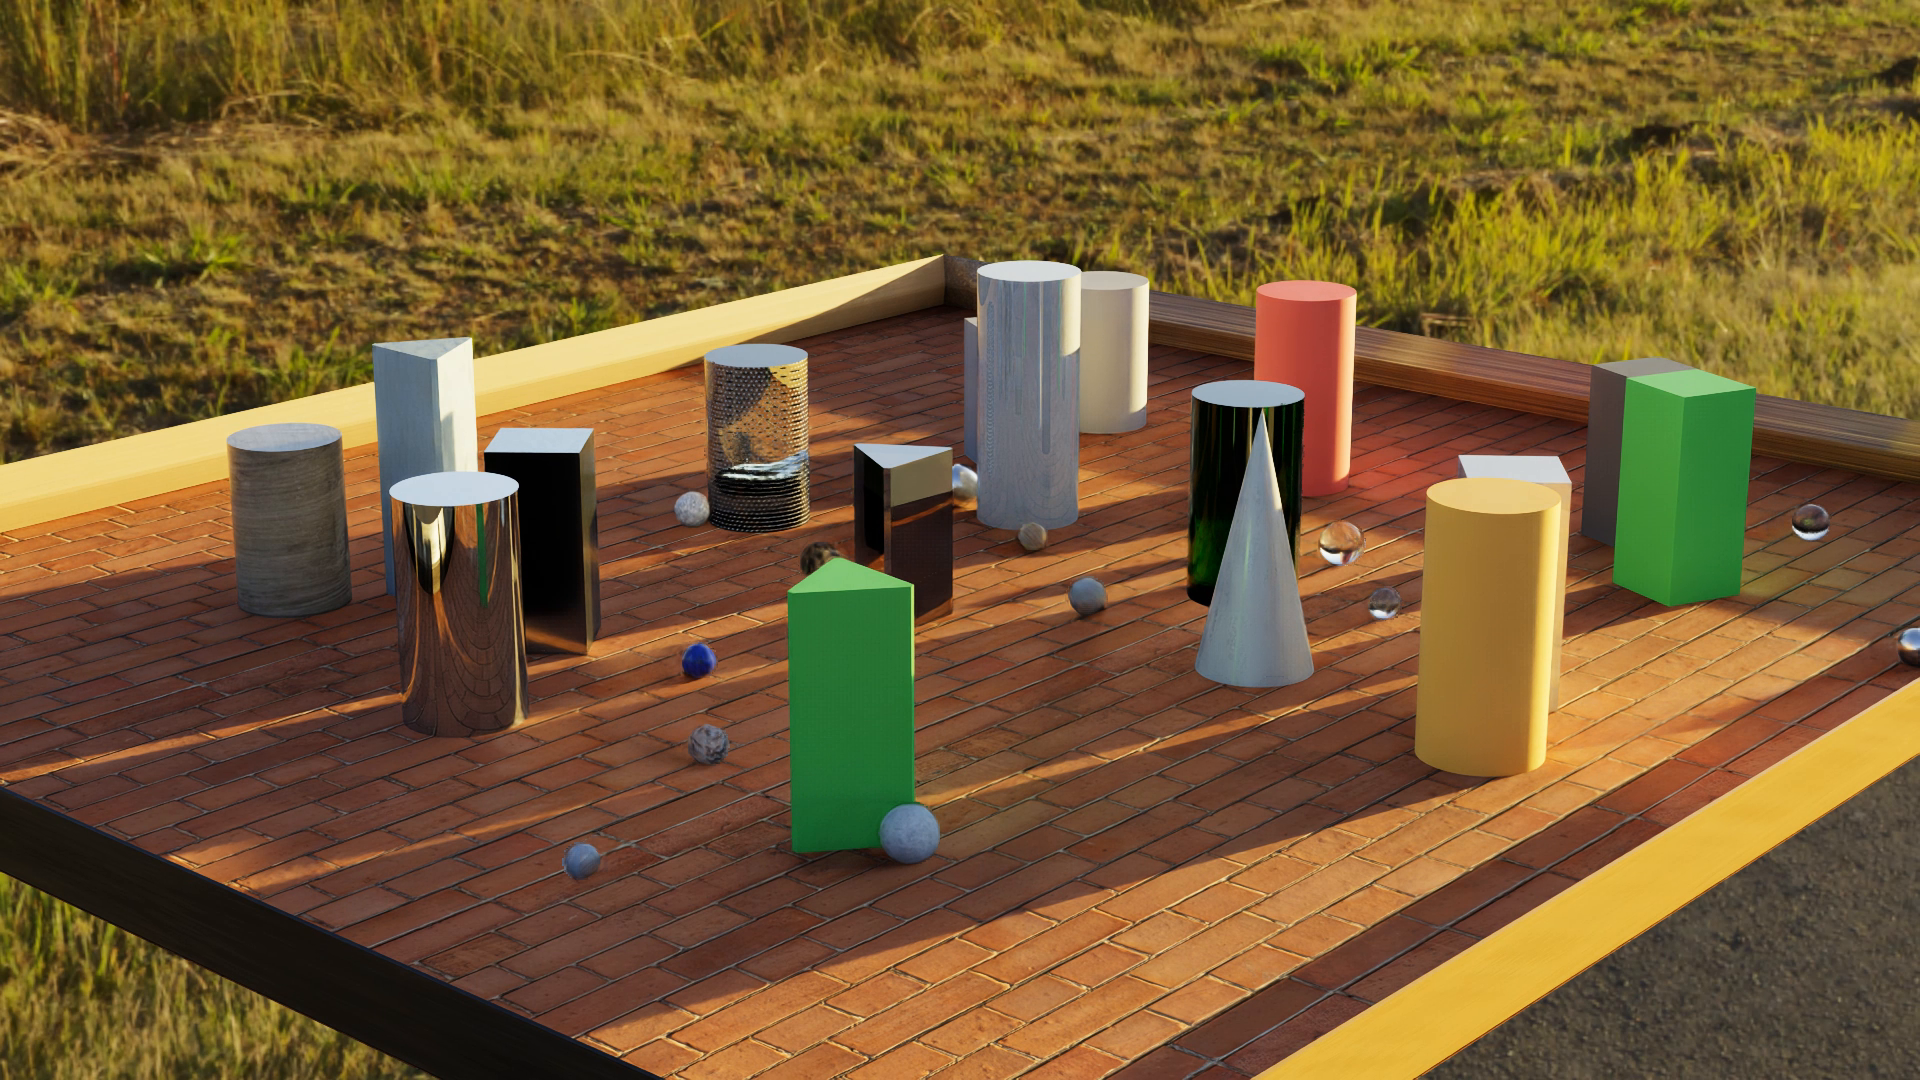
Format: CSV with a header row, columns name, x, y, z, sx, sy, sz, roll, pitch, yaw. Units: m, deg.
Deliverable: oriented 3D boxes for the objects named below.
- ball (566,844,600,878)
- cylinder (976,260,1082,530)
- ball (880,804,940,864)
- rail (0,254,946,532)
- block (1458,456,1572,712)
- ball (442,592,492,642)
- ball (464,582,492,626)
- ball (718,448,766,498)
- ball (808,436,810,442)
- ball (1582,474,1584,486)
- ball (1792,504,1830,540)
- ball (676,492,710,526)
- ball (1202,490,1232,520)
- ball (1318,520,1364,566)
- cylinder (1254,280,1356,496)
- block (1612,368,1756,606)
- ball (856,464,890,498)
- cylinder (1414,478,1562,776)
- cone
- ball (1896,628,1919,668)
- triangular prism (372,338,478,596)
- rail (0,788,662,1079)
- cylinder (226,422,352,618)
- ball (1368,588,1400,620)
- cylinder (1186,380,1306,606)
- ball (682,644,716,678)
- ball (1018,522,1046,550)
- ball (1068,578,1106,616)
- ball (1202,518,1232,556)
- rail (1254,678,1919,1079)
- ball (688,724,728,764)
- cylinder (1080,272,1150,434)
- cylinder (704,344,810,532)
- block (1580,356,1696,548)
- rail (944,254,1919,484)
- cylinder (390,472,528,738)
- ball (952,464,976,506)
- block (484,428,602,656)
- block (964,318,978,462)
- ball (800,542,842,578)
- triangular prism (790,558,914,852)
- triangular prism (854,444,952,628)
name,x,y,z,sx,sy,sz,roll,pitch,yaw
ball,-0.507,0.431,3.938,0.046,0.046,0.046,0,17,0
cylinder,0.129,-0.273,5.525,0.194,0.476,0.194,0,17,0
ball,-0.069,0.399,3.983,0.081,0.081,0.081,0,17,0
rail,-1.190,-0.267,6.110,0.045,0.126,3.558,14,22,39
block,0.856,0.067,4.585,0.155,0.369,0.155,1,17,3
ball,-0.818,0.129,4.874,0.083,0.083,0.083,0,17,0
ball,-0.800,0.108,4.959,0.074,0.074,0.074,0,17,0
ball,-0.424,-0.130,5.709,0.097,0.097,0.097,0,17,0
ball,-0.347,-0.201,5.971,0.081,0.081,0.081,0,17,0
ball,1.244,-0.118,5.753,0.048,0.048,0.048,0,17,0
ball,1.578,-0.032,5.436,0.067,0.067,0.067,0,17,0
ball,-0.504,-0.059,5.525,0.067,0.067,0.067,0,17,0
ball,0.487,-0.066,5.566,0.056,0.056,0.056,0,17,0
ball,0.687,0.006,5.287,0.080,0.080,0.080,0,17,0
cylinder,0.675,-0.299,5.764,0.194,0.389,0.194,0,17,0
block,1.260,-0.093,5.109,0.155,0.372,0.155,-8,19,-25
ball,-0.169,-0.116,5.714,0.067,0.067,0.067,0,17,0
cylinder,0.778,0.127,4.331,0.194,0.401,0.194,0,17,0
cone,0.478,-0.001,4.697,0.194,0.435,0.194,0,17,0
ball,1.553,0.174,4.757,0.065,0.065,0.065,0,17,0
triangular prism,-0.893,-0.120,5.071,0.168,0.447,0.145,15,22,40
rail,-1.151,0.414,3.851,3.201,0.126,0.045,14,22,39
cylinder,-1.154,-0.035,5.052,0.194,0.295,0.194,0,17,0
ball,0.722,0.109,4.992,0.054,0.054,0.054,0,17,0
cylinder,0.494,-0.078,5.079,0.194,0.362,0.194,0,17,0
ball,-0.419,0.194,4.708,0.055,0.055,0.055,0,17,0
ball,0.133,-0.007,5.380,0.051,0.051,0.051,0,17,0
ball,0.218,0.097,5.015,0.064,0.064,0.064,0,17,0
ball,0.474,-0.004,5.342,0.069,0.069,0.069,0,17,0
rail,1.190,0.330,4.131,0.045,0.126,3.558,14,22,39
ball,-0.374,0.303,4.339,0.059,0.059,0.059,0,17,0
cylinder,0.302,-0.400,6.237,0.194,0.309,0.194,0,17,0
cylinder,-0.382,-0.194,5.537,0.194,0.318,0.194,0,17,0
block,1.265,-0.156,5.403,0.155,0.325,0.155,-8,18,-24
rail,1.151,-0.351,6.389,3.201,0.126,0.045,14,22,39
cylinder,-0.765,0.097,4.491,0.194,0.366,0.194,0,17,0
ball,-0.001,-0.105,5.651,0.082,0.082,0.082,0,17,0
block,-0.688,0.001,4.845,0.155,0.344,0.155,0,17,2
block,0.106,-0.299,5.941,0.155,0.286,0.155,-5,18,-17
ball,-0.247,0.040,5.186,0.074,0.074,0.074,0,17,0
triangular prism,-0.158,0.224,4.054,0.168,0.375,0.145,-3,17,-10
triangular prism,-0.122,-0.010,4.970,0.145,0.293,0.168,14,21,38
